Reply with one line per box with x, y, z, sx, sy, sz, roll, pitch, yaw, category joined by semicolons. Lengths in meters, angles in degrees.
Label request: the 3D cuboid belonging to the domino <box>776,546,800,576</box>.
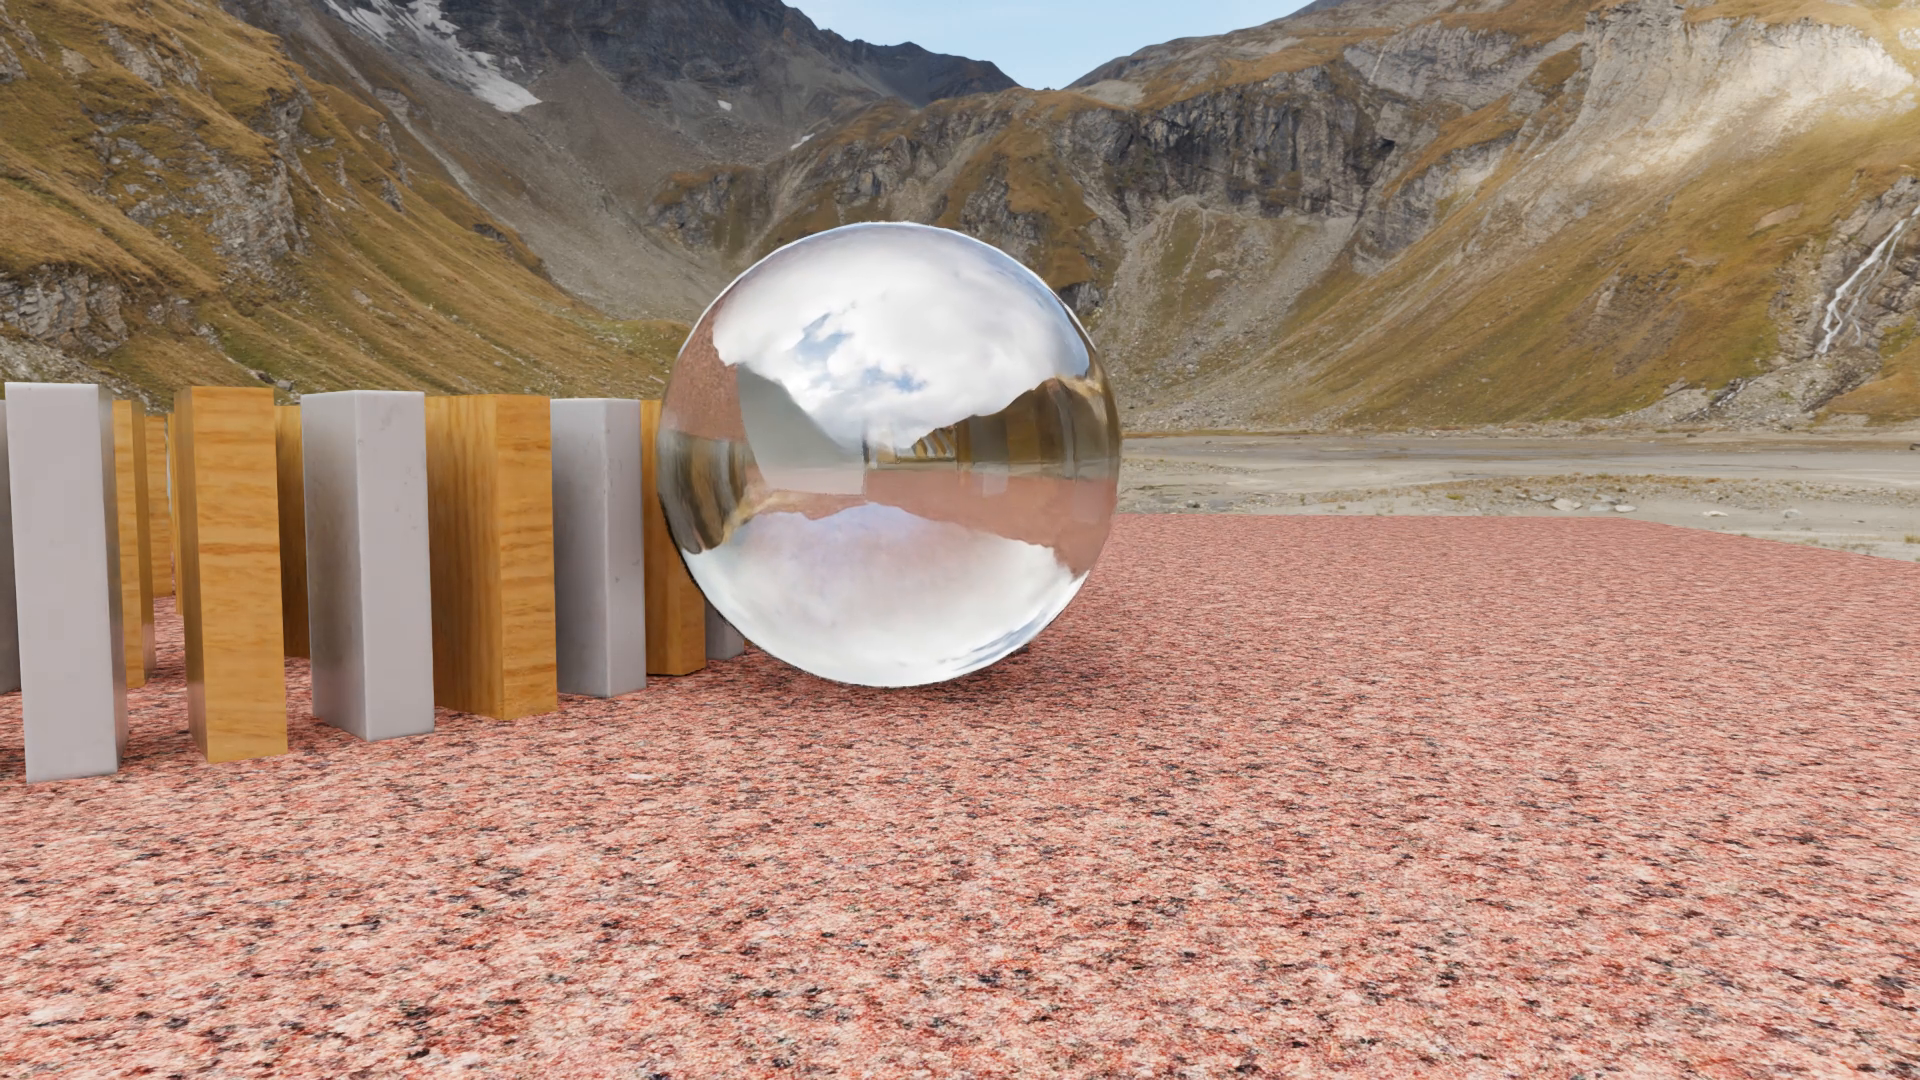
-0.068;-0.008;0.434;0.050;0.010;0.025;42;28;29;domino

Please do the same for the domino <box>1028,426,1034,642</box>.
0.004;-0.002;0.284;0.025;0.050;0.009;0;-30;2;domino

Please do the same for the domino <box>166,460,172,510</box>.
-0.257;-0.010;0.437;0.050;0.010;0.025;41;-11;-19;domino

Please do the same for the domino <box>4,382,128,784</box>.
-0.119;0.005;0.172;0.010;0.050;0.025;-2;5;-30;domino

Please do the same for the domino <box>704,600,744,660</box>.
-0.057;-0.002;0.257;0.025;0.050;0.010;1;4;10;domino

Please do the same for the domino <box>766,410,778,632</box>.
-0.055;-0.004;0.294;0.025;0.050;0.009;0;4;-4;domino

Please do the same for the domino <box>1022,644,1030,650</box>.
0.002;-0.001;0.273;0.025;0.050;0.010;0;-30;2;domino

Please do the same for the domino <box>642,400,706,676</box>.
-0.062;-0.001;0.240;0.025;0.050;0.009;0;4;15;domino

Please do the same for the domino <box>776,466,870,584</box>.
-0.038;-0.006;0.411;0.025;0.009;0.050;-4;39;-39;domino

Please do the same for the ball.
-0.012;-0.014;0.223;0.080;0.080;0.080;0;4;0;ball

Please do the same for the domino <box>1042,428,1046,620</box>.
0.008;-0.005;0.319;0.025;0.050;0.010;0;-31;2;domino

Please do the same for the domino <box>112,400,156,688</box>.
-0.153;0.000;0.232;0.010;0.050;0.025;-2;5;-28;domino

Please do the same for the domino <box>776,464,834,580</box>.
-0.053;-0.007;0.423;0.025;0.009;0.050;-4;40;-46;domino

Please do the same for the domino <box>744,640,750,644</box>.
-0.055;-0.003;0.275;0.025;0.050;0.009;0;4;4;domino

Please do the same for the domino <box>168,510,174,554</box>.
-0.271;-0.010;0.426;0.050;0.010;0.025;46;-19;-26;domino

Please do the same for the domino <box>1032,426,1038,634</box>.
0.005;-0.003;0.296;0.025;0.050;0.009;0;-30;2;domino

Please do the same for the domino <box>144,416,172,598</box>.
-0.233;-0.010;0.362;0.025;0.050;0.010;4;6;42;domino

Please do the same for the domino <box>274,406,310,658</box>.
-0.129;-0.002;0.258;0.025;0.050;0.009;2;5;22;domino

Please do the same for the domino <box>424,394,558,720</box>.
-0.077;0.002;0.207;0.025;0.050;0.010;3;5;37;domino

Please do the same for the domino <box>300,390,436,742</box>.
-0.090;0.003;0.193;0.009;0.050;0.025;-4;6;-43;domino

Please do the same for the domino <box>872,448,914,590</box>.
-0.009;-0.007;0.384;0.025;0.010;0.050;0;47;-17;domino

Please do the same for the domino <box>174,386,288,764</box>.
-0.104;0.004;0.182;0.010;0.050;0.025;-3;5;-36;domino

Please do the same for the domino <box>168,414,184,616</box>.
-0.183;-0.006;0.315;0.025;0.050;0.010;3;5;38;domino

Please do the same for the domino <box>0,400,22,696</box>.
-0.170;0.001;0.225;0.010;0.050;0.025;-1;4;-15;domino

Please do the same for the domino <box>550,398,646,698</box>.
-0.068;0.001;0.223;0.025;0.050;0.009;2;5;25;domino

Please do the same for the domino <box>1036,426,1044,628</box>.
0.007;-0.004;0.307;0.025;0.050;0.009;0;-30;2;domino

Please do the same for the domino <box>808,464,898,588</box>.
-0.025;-0.005;0.398;0.025;0.009;0.050;-3;39;-34;domino
